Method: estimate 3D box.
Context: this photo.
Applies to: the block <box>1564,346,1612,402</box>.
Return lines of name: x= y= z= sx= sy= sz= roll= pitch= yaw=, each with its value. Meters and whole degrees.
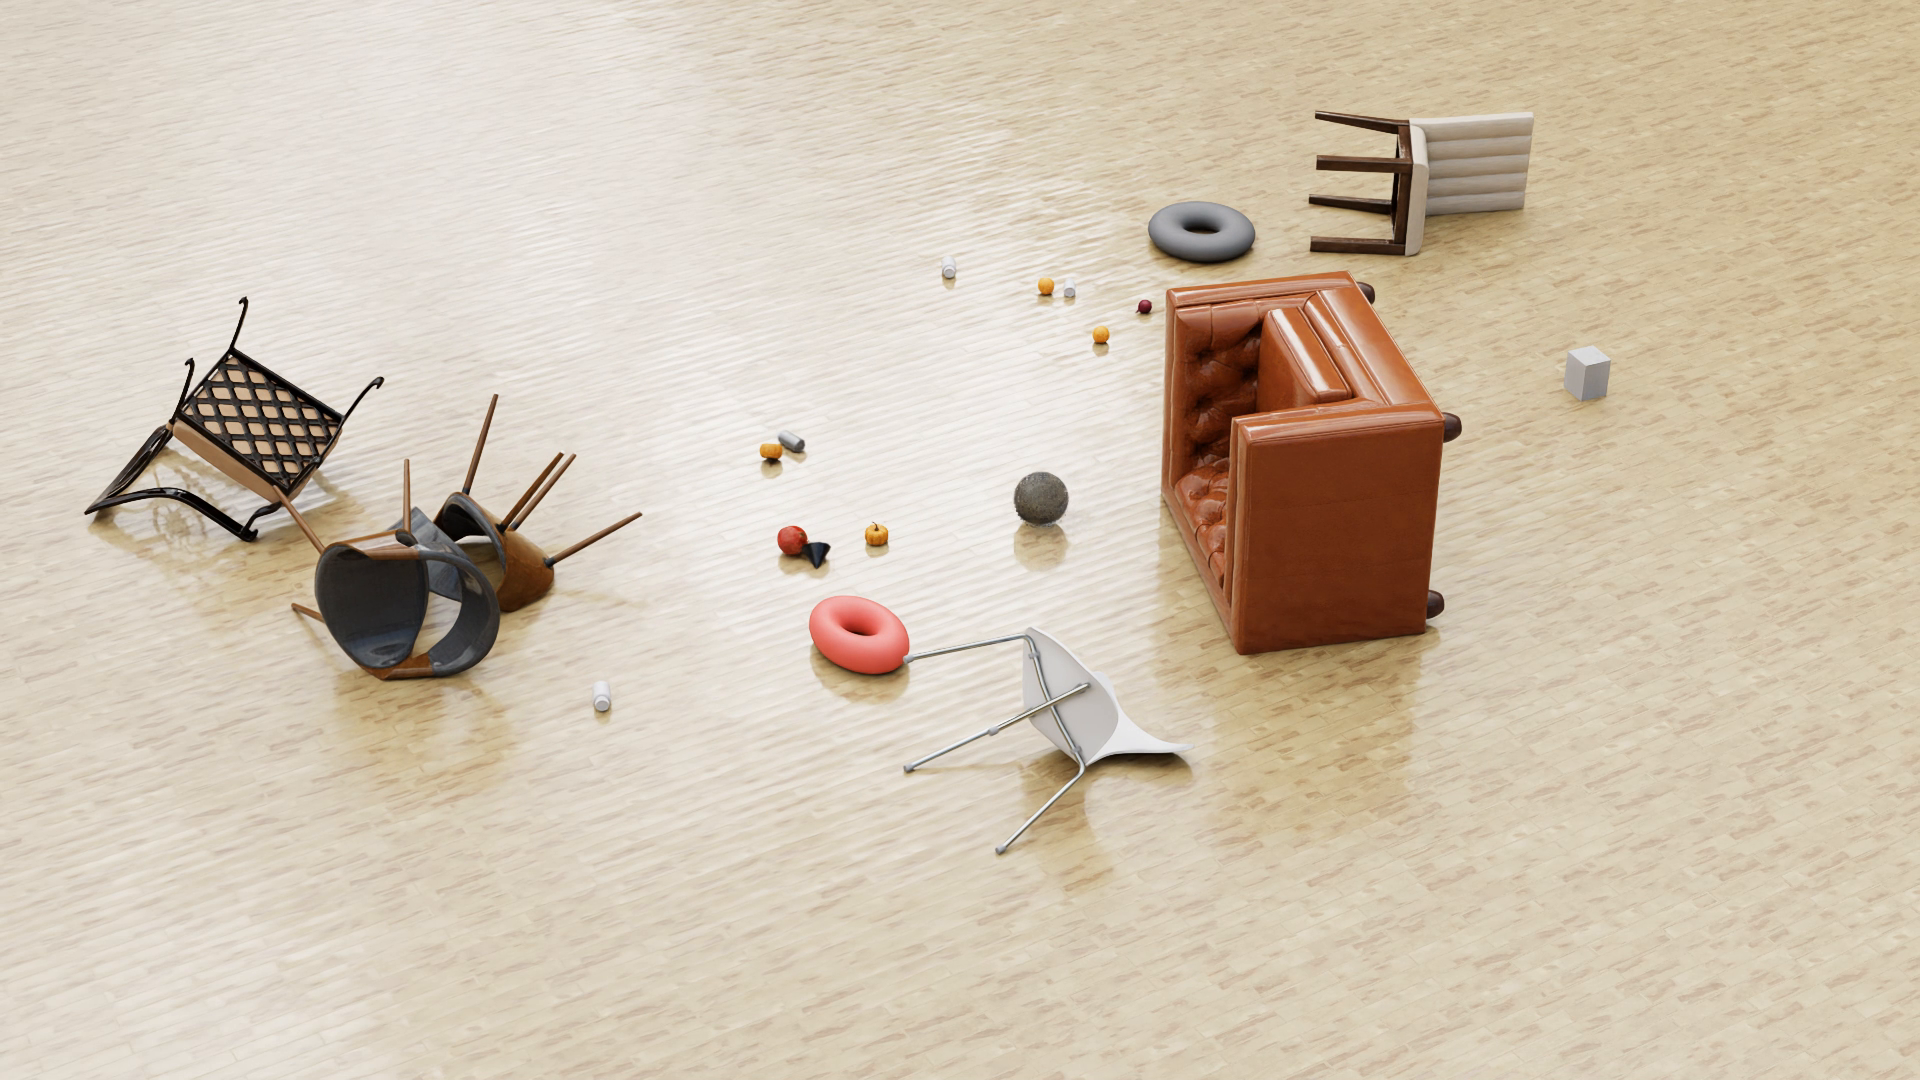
block: x=2.527 y=-0.672 z=11.814 sx=0.120 sy=0.165 sz=0.129 roll=-14 pitch=36 yaw=-20

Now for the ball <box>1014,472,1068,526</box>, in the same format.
ball: x=0.304 y=-0.154 z=10.988 sx=0.209 sy=0.209 sz=0.209 roll=0 pitch=33 yaw=0

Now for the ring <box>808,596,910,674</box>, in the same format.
ring: x=-0.355 y=0.332 z=10.320 sx=0.300 sy=0.136 sz=0.426 roll=-25 pitch=41 yaw=-34

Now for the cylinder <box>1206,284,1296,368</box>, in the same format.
cylinder: x=1.194 y=-0.882 z=12.033 sx=0.278 sy=0.276 sz=0.256 roll=25 pitch=34 yaw=33

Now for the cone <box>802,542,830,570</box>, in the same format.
cone: x=-0.529 y=0.070 z=10.801 sx=0.110 sy=0.093 sz=0.092 roll=-4 pitch=60 yaw=1

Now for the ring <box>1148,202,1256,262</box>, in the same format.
ring: x=1.064 y=-1.360 z=12.912 sx=0.483 sy=0.108 sz=0.452 roll=23 pitch=41 yaw=30
